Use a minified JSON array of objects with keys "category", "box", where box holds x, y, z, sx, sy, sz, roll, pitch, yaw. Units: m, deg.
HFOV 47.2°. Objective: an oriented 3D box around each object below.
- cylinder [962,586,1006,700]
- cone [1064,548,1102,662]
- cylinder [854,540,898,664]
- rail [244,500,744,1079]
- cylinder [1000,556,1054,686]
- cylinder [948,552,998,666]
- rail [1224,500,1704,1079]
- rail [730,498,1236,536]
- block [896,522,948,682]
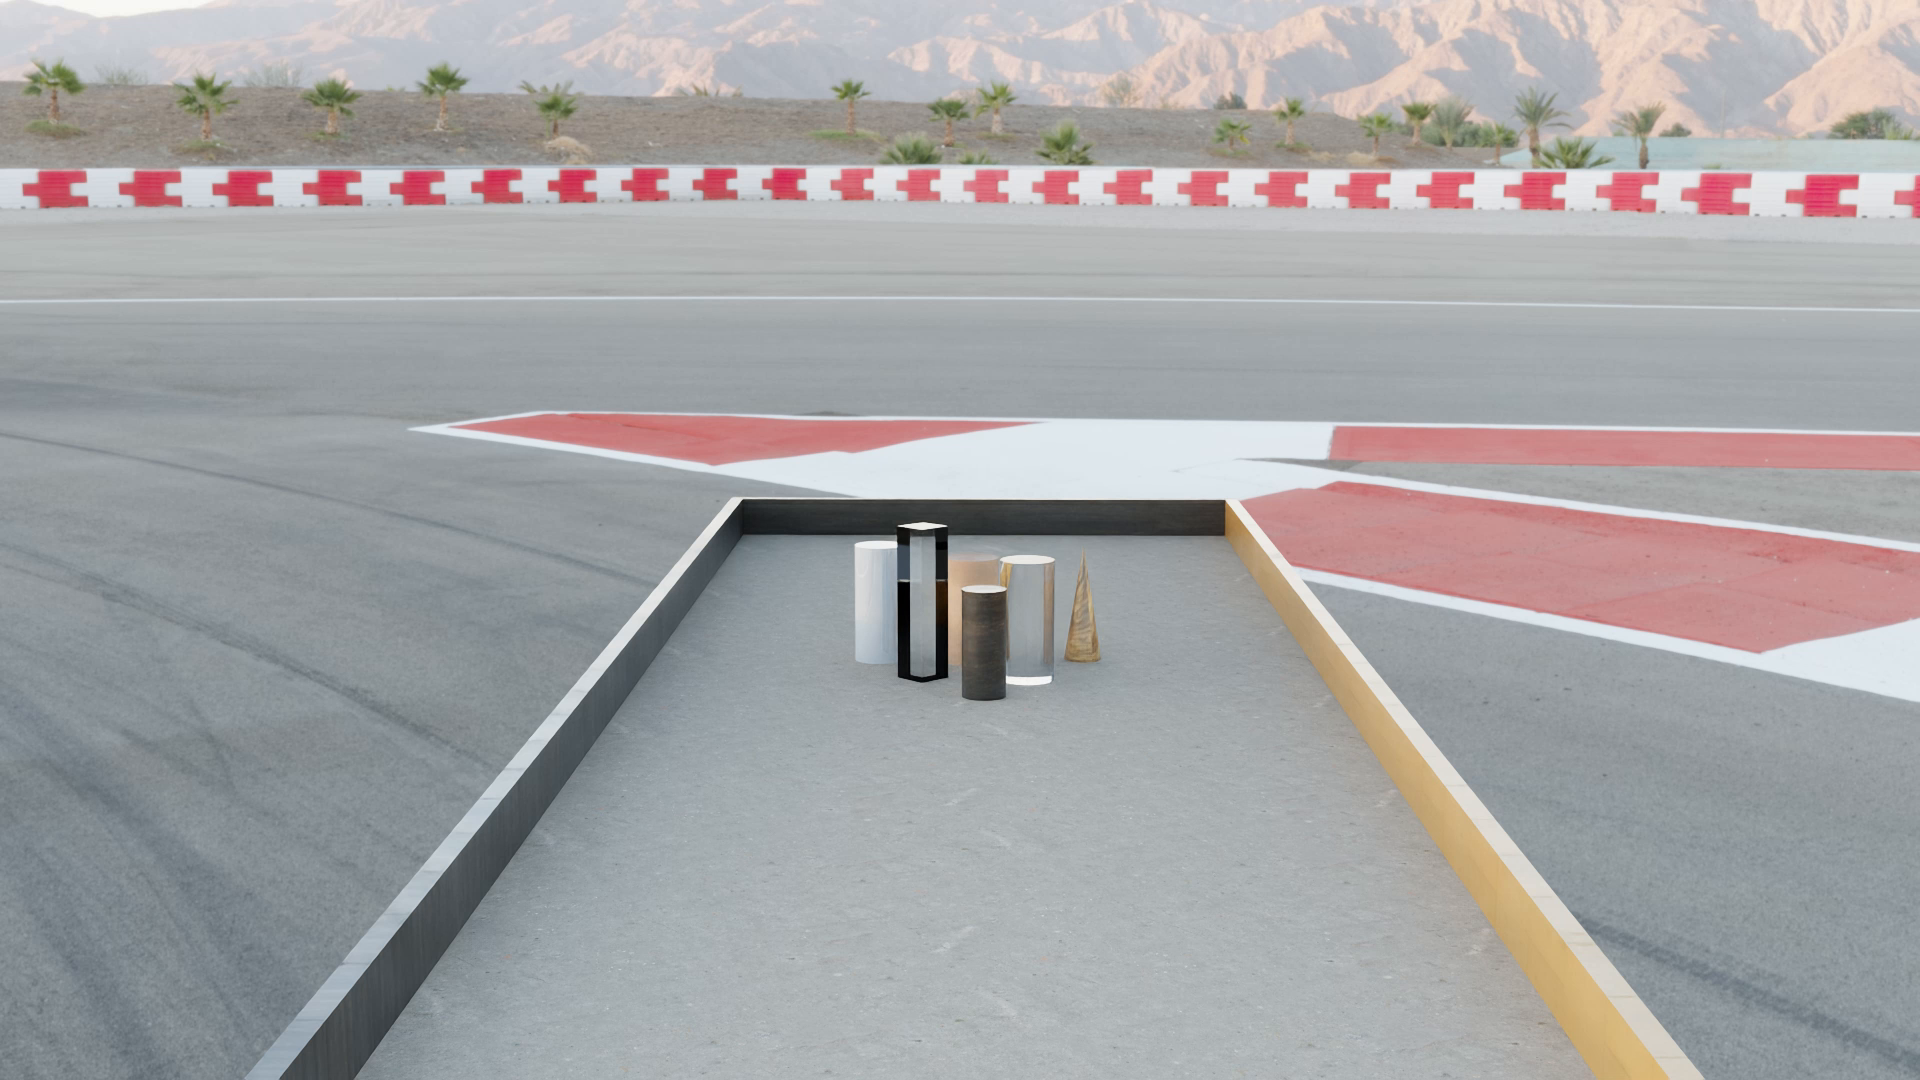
[{"category":"cylinder","box":[0.068,0.289,6.200,0.125,0.308,0.125,0,9,0]},{"category":"cone","box":[0.375,0.189,6.693,0.114,0.353,0.114,0,9,0]},{"category":"cylinder","box":[-0.245,0.189,6.693,0.150,0.353,0.150,0,9,0]},{"category":"rail","box":[-1.004,0.839,3.234,0.050,0.150,12.000,0,9,1]},{"category":"cylinder","box":[0.196,0.232,6.411,0.158,0.355,0.158,0,9,0]},{"category":"cylinder","box":[0.036,0.210,6.664,0.161,0.320,0.161,0,9,0]},{"category":"rail","box":[1.046,0.843,3.208,0.050,0.150,12.000,0,9,1]},{"category":"rail","box":[0.099,-0.098,9.147,2.100,0.150,0.050,0,9,1]},{"category":"block","box":[-0.109,0.181,6.427,0.105,0.450,0.105,-9,12,-43]}]
